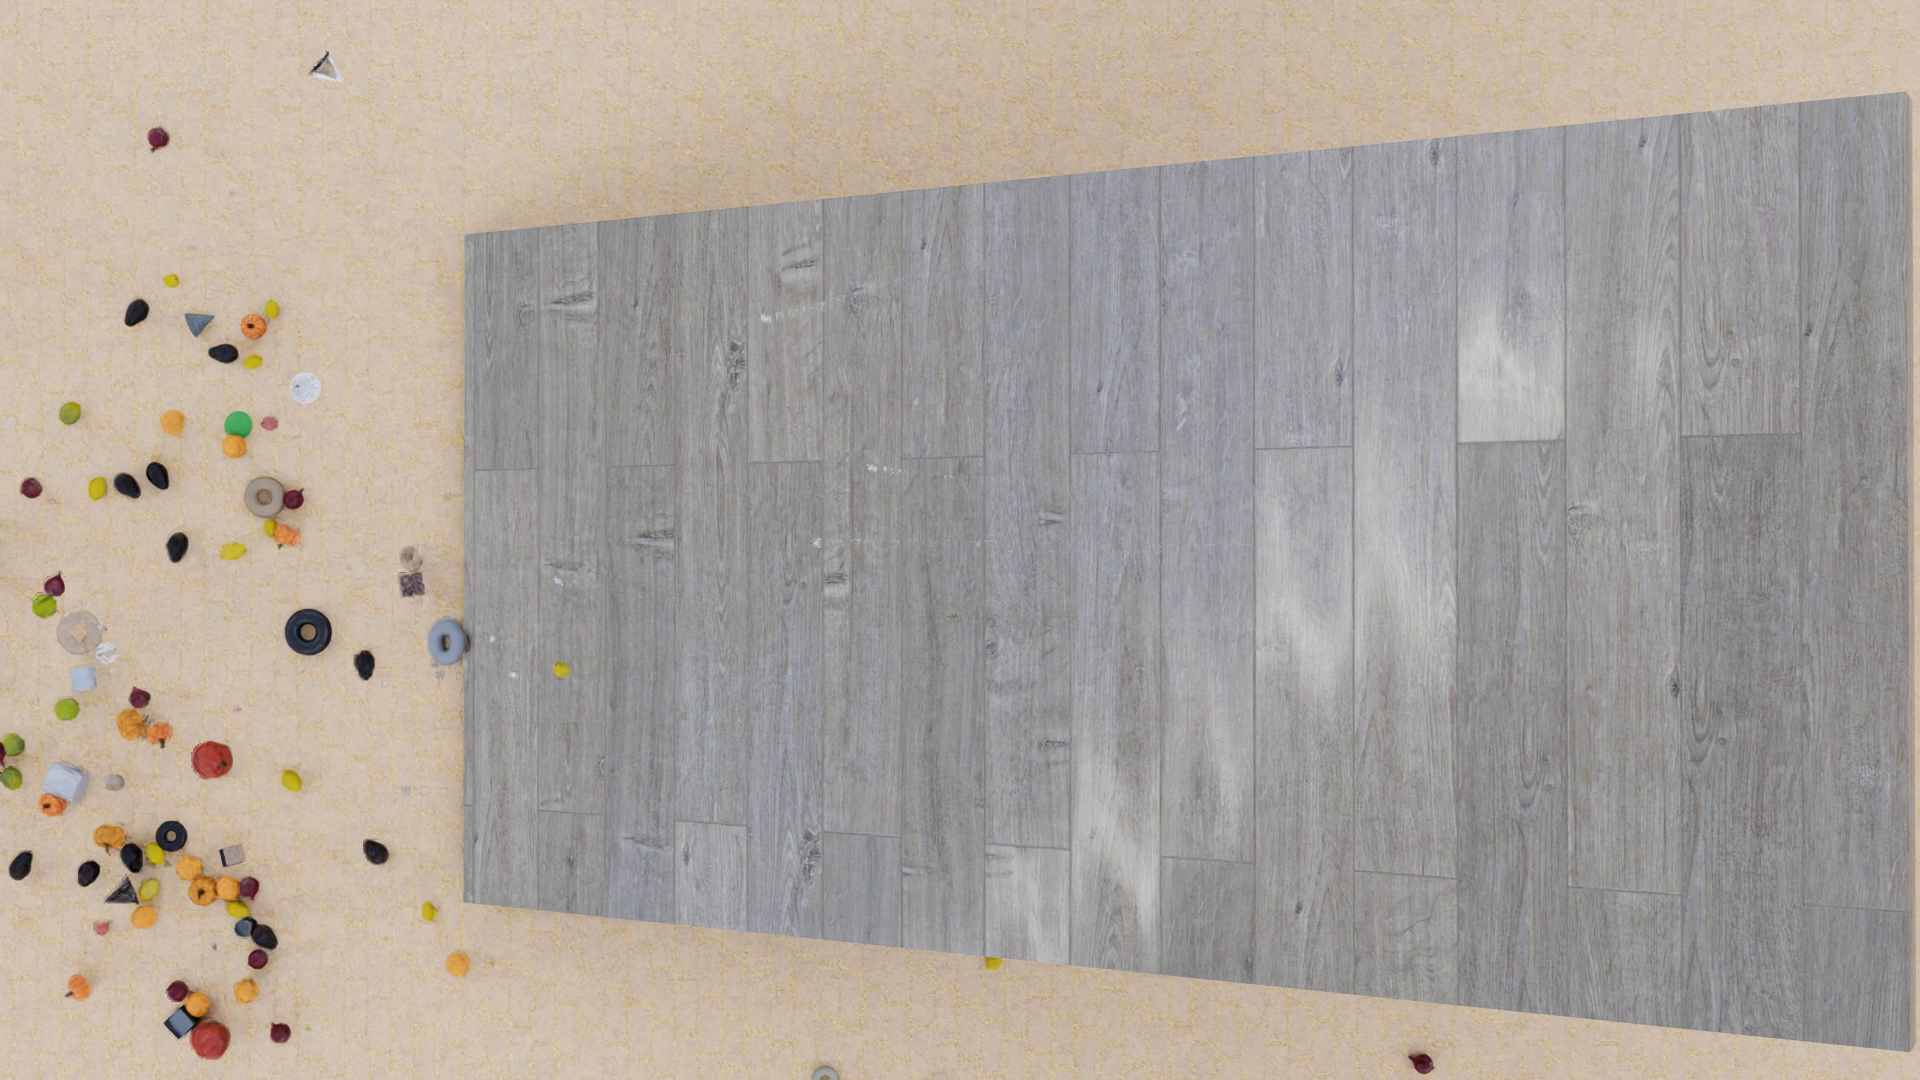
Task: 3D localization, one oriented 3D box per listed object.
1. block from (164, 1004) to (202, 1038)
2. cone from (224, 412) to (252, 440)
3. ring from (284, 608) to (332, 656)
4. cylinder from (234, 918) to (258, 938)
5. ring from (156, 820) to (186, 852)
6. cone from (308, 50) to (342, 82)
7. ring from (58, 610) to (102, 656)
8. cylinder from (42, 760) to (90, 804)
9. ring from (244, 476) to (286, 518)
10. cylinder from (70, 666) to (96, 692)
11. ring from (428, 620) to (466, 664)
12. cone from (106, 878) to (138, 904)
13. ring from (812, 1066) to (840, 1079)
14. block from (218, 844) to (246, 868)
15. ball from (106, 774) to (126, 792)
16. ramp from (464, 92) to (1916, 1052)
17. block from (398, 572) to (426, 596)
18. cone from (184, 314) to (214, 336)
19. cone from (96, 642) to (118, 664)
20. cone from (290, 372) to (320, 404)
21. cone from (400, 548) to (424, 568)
[{"bbox_3d":[-2.342,1.451,6.626,0.066,0.066,0.066,-43,90,0],"label":"block"},{"bbox_3d":[-2.191,-0.349,6.634,0.085,0.085,0.085,0,89,0],"label":"cone"},{"bbox_3d":[-1.970,0.278,6.647,0.143,0.048,0.143,0,90,-1],"label":"ring"},{"bbox_3d":[-2.155,1.168,6.636,0.052,0.052,0.052,0,89,0],"label":"cylinder"},{"bbox_3d":[-2.384,0.896,6.649,0.094,0.031,0.094,0,89,-1],"label":"ring"},{"bbox_3d":[-1.908,-1.418,6.665,0.096,0.096,0.096,39,90,-26],"label":"cone"},{"bbox_3d":[-2.661,0.280,6.648,0.137,0.046,0.137,0,88,0],"label":"ring"},{"bbox_3d":[-2.688,0.728,6.617,0.098,0.098,0.098,22,89,0],"label":"cylinder"},{"bbox_3d":[-2.102,-0.130,6.654,0.126,0.042,0.126,0,91,-1],"label":"ring"},{"bbox_3d":[-2.644,0.419,6.636,0.066,0.066,0.066,-9,89,0],"label":"cylinder"},{"bbox_3d":[-1.537,0.306,6.589,0.137,0.046,0.137,-1,89,32],"label":"ring"},{"bbox_3d":[-2.520,1.067,6.587,0.086,0.086,0.086,-22,89,-28],"label":"cone"},{"bbox_3d":[-0.406,1.633,6.643,0.086,0.029,0.086,0,91,0],"label":"ring"},{"bbox_3d":[-2.196,0.952,6.637,0.053,0.053,0.053,-14,89,0],"label":"block"},{"bbox_3d":[-2.549,0.732,6.639,0.054,0.054,0.054,0,89,0],"label":"ball"},{"bbox_3d":[0.269,0.074,5.625,4.000,0.100,2.000,0,89,30],"label":"ramp"},{"bbox_3d":[-1.652,0.133,6.627,0.064,0.064,0.064,-10,94,-18],"label":"block"},{"bbox_3d":[-2.293,-0.665,6.662,0.079,0.079,0.079,-28,89,-27],"label":"cone"},{"bbox_3d":[-2.588,0.343,6.636,0.067,0.067,0.067,0,89,0],"label":"cone"},{"bbox_3d":[-1.989,-0.462,6.629,0.096,0.096,0.096,0,89,0],"label":"cone"},{"bbox_3d":[-1.648,0.056,6.615,0.067,0.067,0.067,-1,93,-13],"label":"cone"}]
